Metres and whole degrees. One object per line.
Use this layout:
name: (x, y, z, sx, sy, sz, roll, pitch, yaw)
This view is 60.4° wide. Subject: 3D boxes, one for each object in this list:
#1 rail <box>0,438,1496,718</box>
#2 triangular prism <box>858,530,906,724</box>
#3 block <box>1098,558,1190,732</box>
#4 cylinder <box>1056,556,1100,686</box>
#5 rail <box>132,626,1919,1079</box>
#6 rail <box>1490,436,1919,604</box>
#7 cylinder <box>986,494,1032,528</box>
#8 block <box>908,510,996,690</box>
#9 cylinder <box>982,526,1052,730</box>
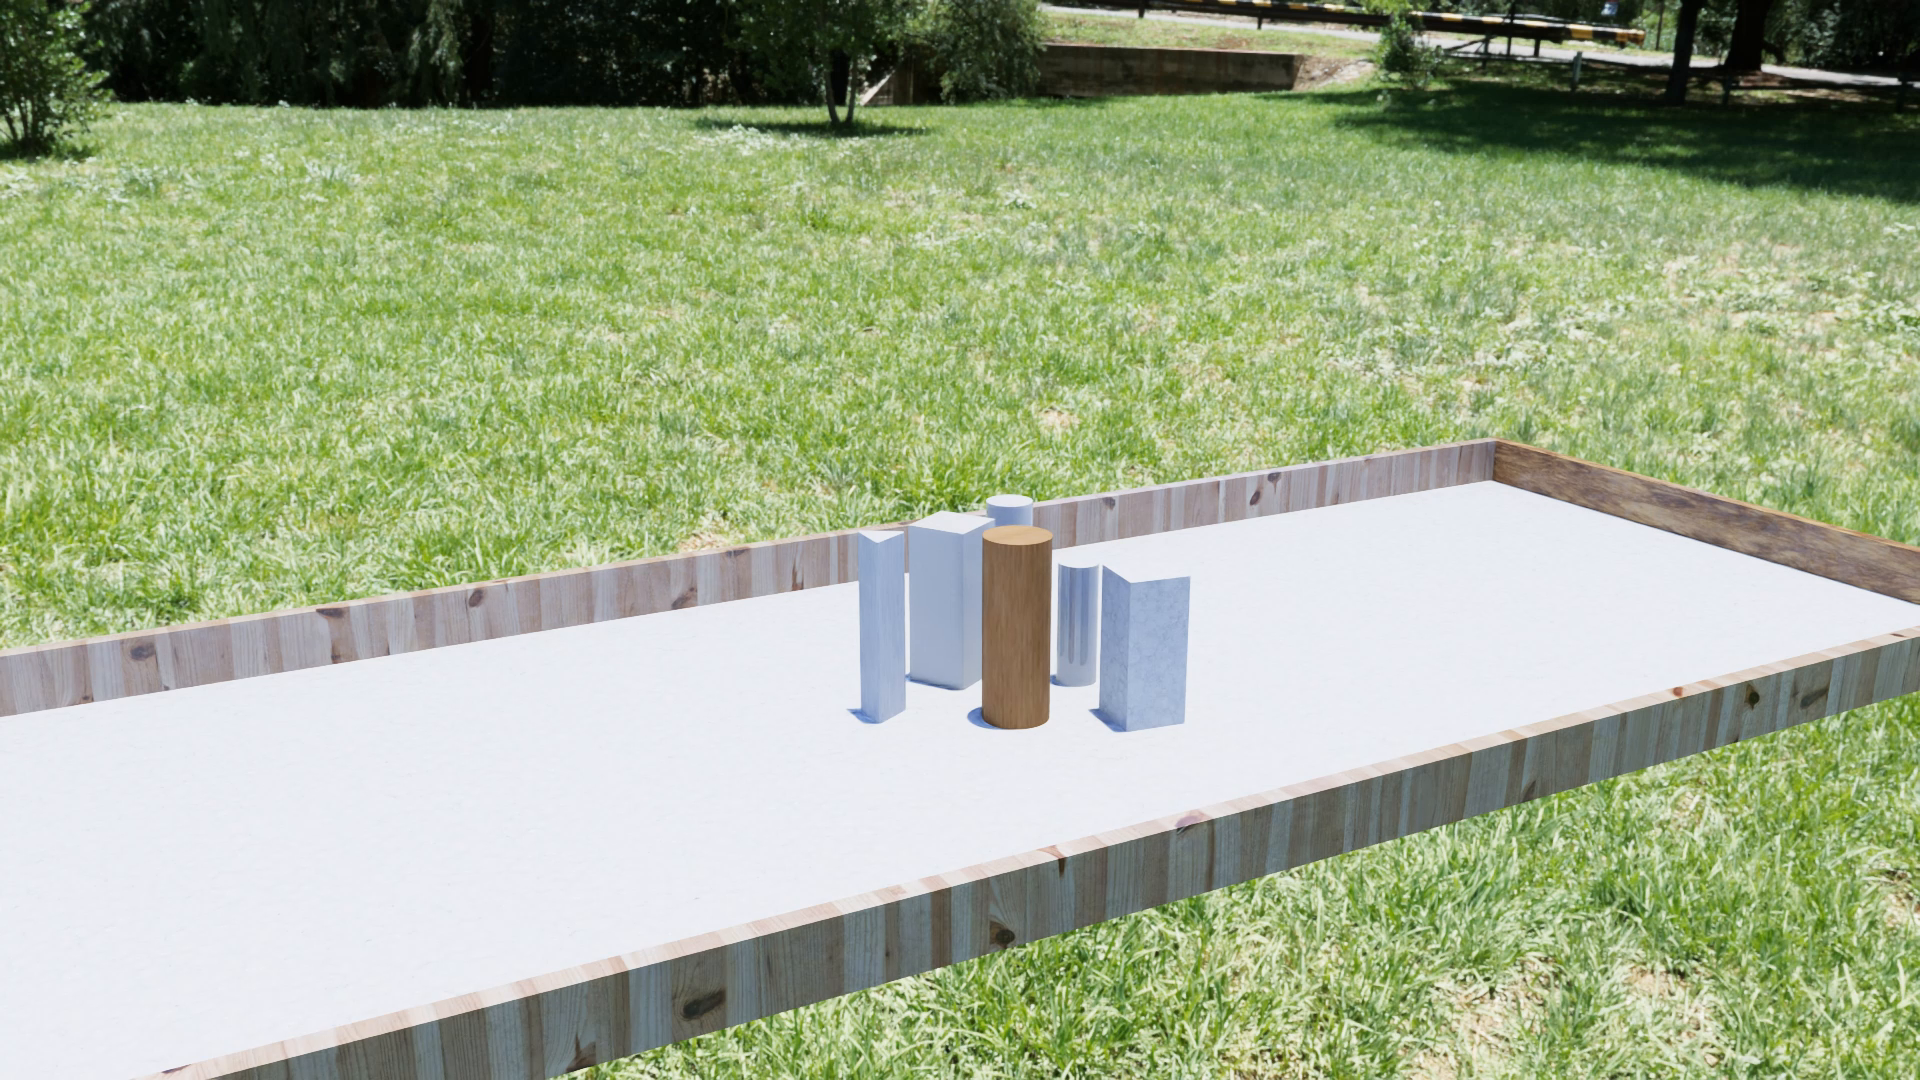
rail: (-3.305, 0.497, 3.399, 12.000, 0.150, 0.050, -9, 18, -27)
triangular prism: (-0.198, 0.199, 3.886, 0.092, 0.445, 0.107, 10, 19, 32)
block: (0.431, 0.245, 3.875, 0.152, 0.365, 0.152, -6, 17, -19)
cylinder: (0.293, 0.203, 4.114, 0.102, 0.311, 0.102, 0, 16, 0)
rail: (-2.336, 1.006, 1.665, 12.000, 0.150, 0.050, -9, 18, -27)
rail: (2.466, -0.048, 5.253, 0.050, 0.150, 2.100, -9, 18, -27)
cylinder: (0.128, 0.094, 4.312, 0.121, 0.408, 0.121, 0, 16, 0)
block: (-0.019, 0.149, 4.131, 0.156, 0.404, 0.156, 9, 19, 29)
cylinder: (0.133, 0.204, 3.863, 0.162, 0.450, 0.162, 0, 16, 0)
